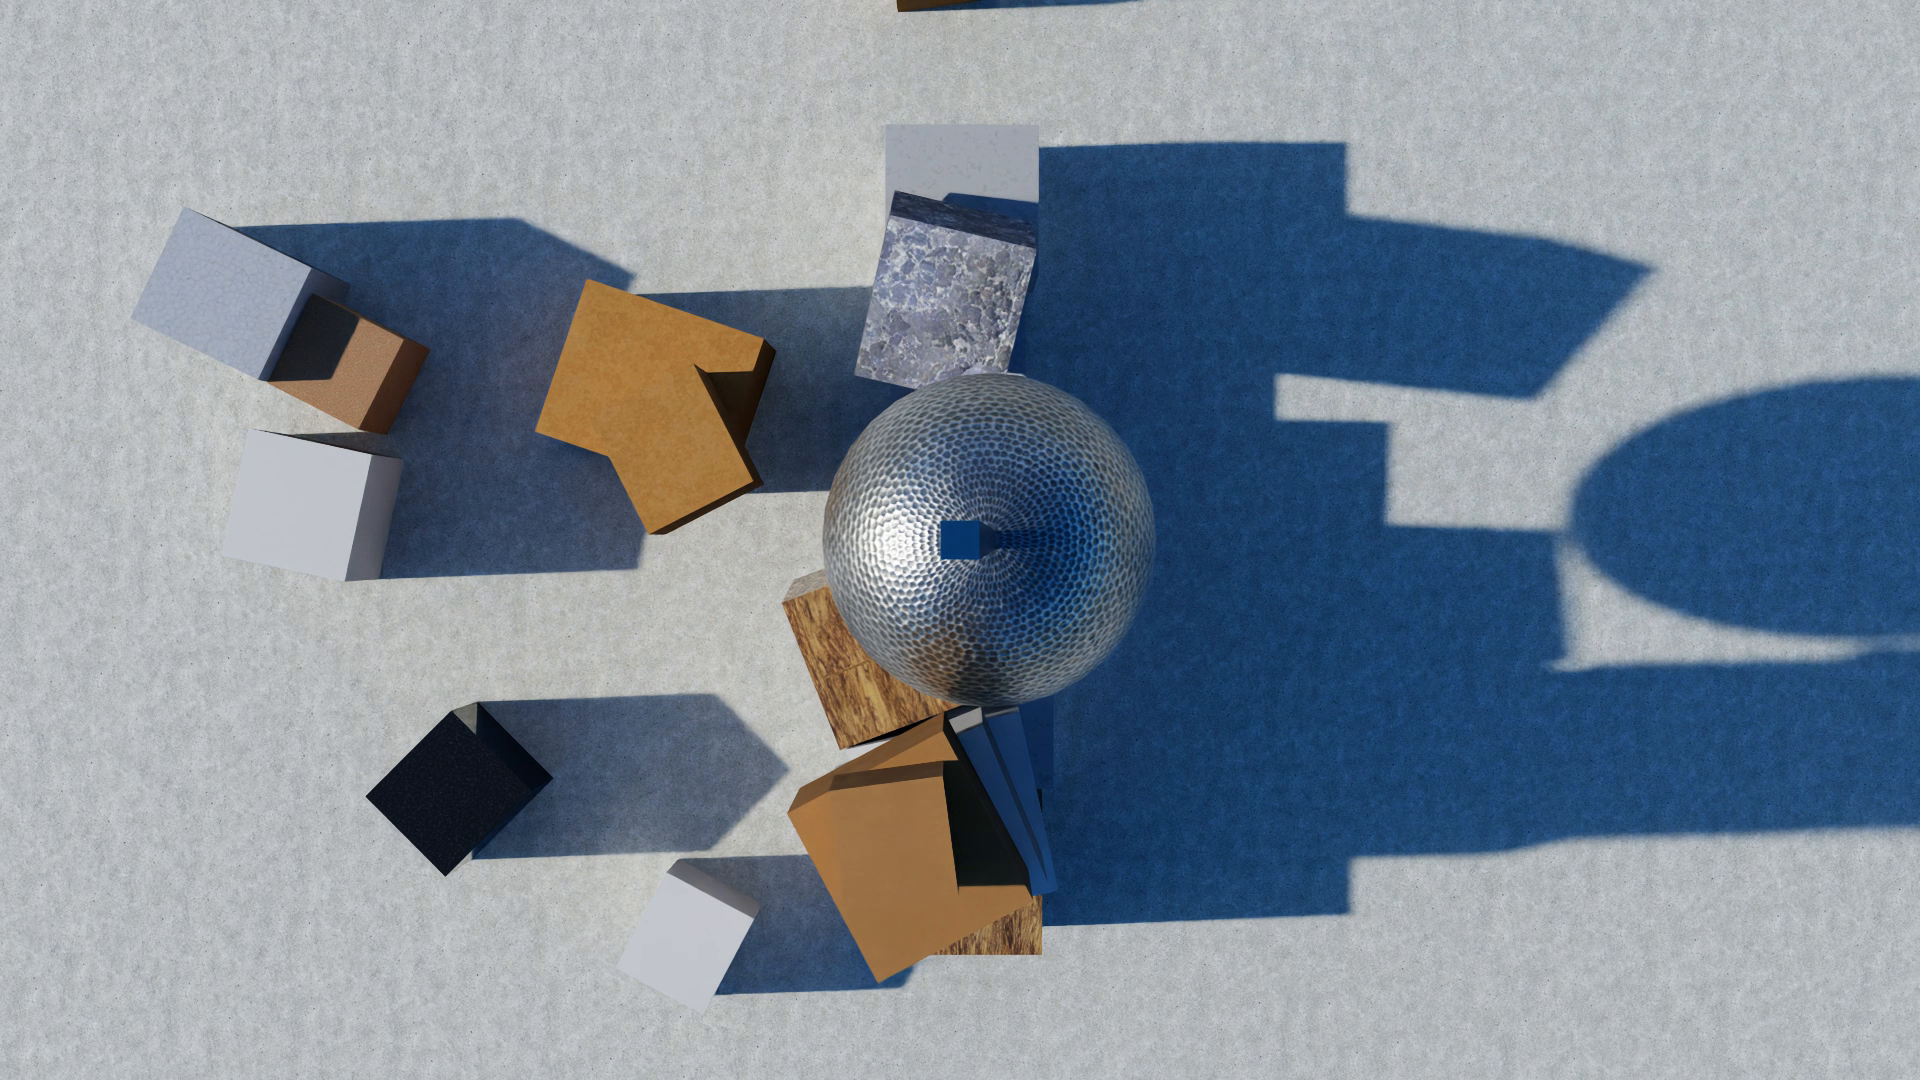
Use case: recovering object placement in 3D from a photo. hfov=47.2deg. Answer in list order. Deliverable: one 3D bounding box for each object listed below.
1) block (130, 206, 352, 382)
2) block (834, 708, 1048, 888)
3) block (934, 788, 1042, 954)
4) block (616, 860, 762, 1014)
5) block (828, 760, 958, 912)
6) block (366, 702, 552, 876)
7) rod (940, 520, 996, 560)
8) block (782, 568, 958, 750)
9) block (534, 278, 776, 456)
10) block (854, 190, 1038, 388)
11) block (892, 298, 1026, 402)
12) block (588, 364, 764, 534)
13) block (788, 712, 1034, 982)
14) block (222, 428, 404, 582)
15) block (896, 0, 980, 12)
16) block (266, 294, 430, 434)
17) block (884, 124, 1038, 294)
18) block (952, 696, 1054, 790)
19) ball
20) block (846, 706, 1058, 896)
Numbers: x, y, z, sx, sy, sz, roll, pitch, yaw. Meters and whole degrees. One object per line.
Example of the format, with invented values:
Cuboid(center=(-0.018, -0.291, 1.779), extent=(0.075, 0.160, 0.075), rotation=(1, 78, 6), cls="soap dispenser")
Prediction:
Cuboid(center=(-4.103, -1.371, 12.602), extent=(0.788, 0.796, 0.689), rotation=(26, 90, 0), cls="block")
Cuboid(center=(-0.109, 1.399, 10.891), extent=(0.808, 0.815, 0.815), rotation=(-22, 92, 1), cls="block")
Cuboid(center=(-0.006, 1.829, 12.561), extent=(0.917, 0.879, 0.916), rotation=(0, 90, 0), cls="block")
Cuboid(center=(-1.560, 2.288, 12.735), extent=(0.565, 0.529, 0.615), rotation=(28, 90, 0), cls="block")
Cuboid(center=(-0.278, 1.264, 9.453), extent=(0.482, 0.492, 0.511), rotation=(-8, 92, 0), cls="block")
Cuboid(center=(-2.871, 1.423, 12.668), extent=(0.684, 0.664, 0.640), rotation=(-45, 90, 0), cls="block")
Cuboid(center=(0.060, 0.000, 7.112), extent=(0.080, 5.200, 0.080), rotation=(0, 90, 1), cls="rod")
Cuboid(center=(-0.427, 0.525, 11.660), extent=(0.724, 0.753, 0.825), rotation=(-21, 97, 3), cls="block")
Cuboid(center=(-1.720, -0.858, 12.588), extent=(1.036, 0.823, 0.895), rotation=(19, 90, 0), cls="block")
Cuboid(center=(-0.079, -1.299, 11.737), extent=(0.771, 0.835, 0.857), rotation=(13, 107, -4), cls="block")
Cuboid(center=(-0.009, -1.052, 12.643), extent=(0.746, 0.713, 0.790), rotation=(0, 90, 0), cls="block")
Cuboid(center=(-1.517, -0.478, 11.857), extent=(0.617, 0.639, 0.695), rotation=(-27, 90, 0), cls="block")
Cuboid(center=(-0.219, 1.387, 10.093), extent=(0.779, 0.780, 0.853), rotation=(-28, 92, 1), cls="block")
Cuboid(center=(-3.704, -0.196, 12.638), extent=(0.704, 0.725, 0.726), rotation=(12, 90, 0), cls="block")
Cuboid(center=(-0.105, -3.457, 12.697), extent=(0.616, 0.605, 0.597), rotation=(-8, 90, 0), cls="block")
Cuboid(center=(-3.515, -1.005, 12.687), extent=(0.576, 0.626, 0.568), rotation=(27, 90, 0), cls="block")
Cuboid(center=(0.010, -1.876, 12.561), extent=(0.846, 0.878, 0.829), rotation=(0, 90, 0), cls="block")
Cuboid(center=(-0.017, 0.854, 12.551), extent=(1.066, 0.898, 1.026), rotation=(0, 90, 0), cls="block")
Cuboid(center=(0.138, 0.000, 10.512), extent=(1.600, 1.600, 1.600), rotation=(0, 90, 0), cls="ball")
Cuboid(center=(-0.038, 1.427, 11.702), extent=(0.911, 0.804, 0.944), rotation=(-12, 92, 0), cls="block")
